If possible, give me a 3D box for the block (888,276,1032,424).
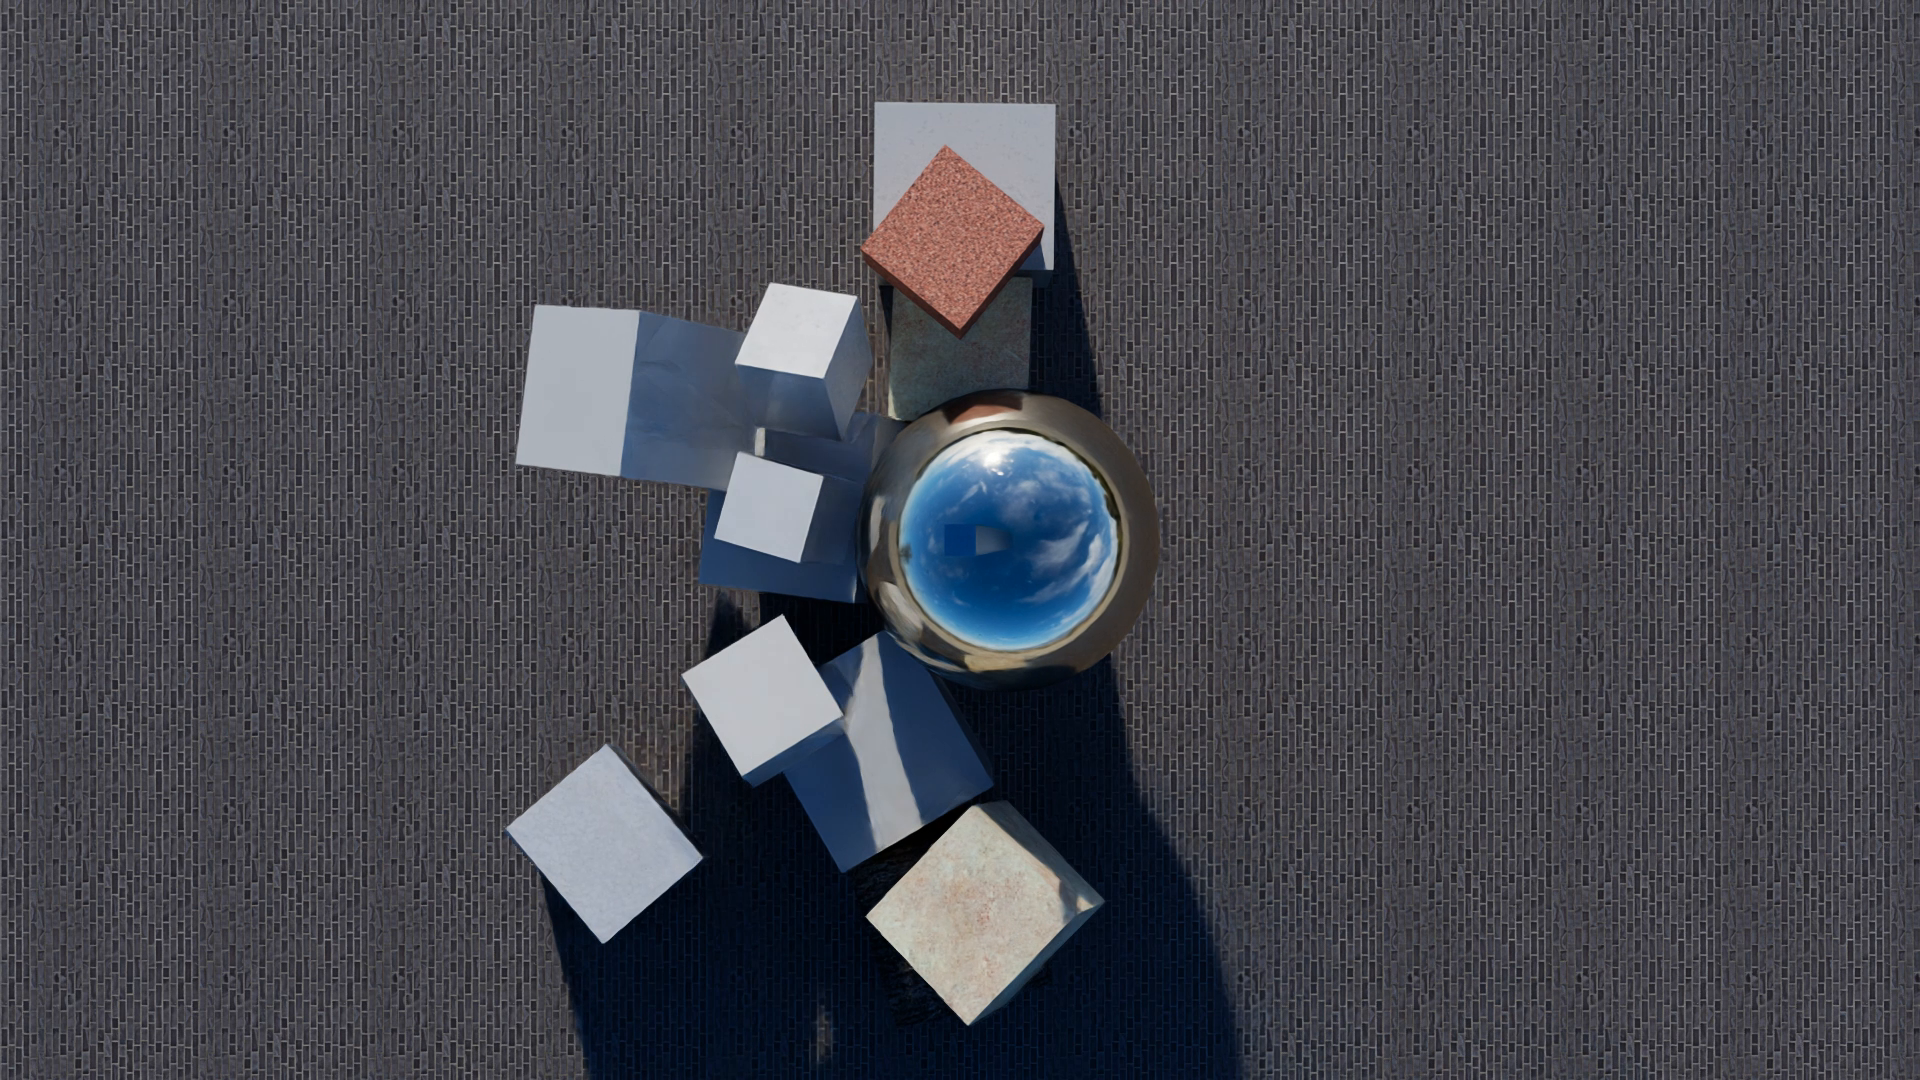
[{"bbox_3d":[0.002,-1.070,12.654,0.777,0.691,0.829,2,90,0],"label":"block"}]

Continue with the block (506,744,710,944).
[{"bbox_3d":[-1.975,1.719,12.491,0.713,0.875,0.831,-40,87,-8],"label":"block"}]

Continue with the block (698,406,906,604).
[{"bbox_3d":[-0.818,-0.206,12.390,0.892,1.045,1.023,7,90,13],"label":"block"}]

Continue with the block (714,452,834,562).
[{"bbox_3d":[-0.979,-0.172,11.644,0.467,0.412,0.466,16,92,4],"label":"block"}]

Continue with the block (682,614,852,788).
[{"bbox_3d":[-1.007,0.854,11.549,0.603,0.592,0.613,-31,79,-5],"label":"block"}]

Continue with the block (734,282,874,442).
[{"bbox_3d":[-0.819,-0.944,11.683,0.493,0.549,0.552,11,59,15],"label":"block"}]

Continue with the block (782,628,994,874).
[{"bbox_3d":[-0.482,1.120,12.439,0.951,1.119,1.027,-30,90,0],"label":"block"}]

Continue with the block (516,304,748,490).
[{"bbox_3d":[-1.719,-0.751,11.726,0.782,0.887,0.847,7,90,37],"label":"block"}]

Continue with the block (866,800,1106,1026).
[{"bbox_3d":[0.147,1.956,11.669,0.776,0.771,0.814,45,97,13],"label":"block"}]

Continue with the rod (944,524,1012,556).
[{"bbox_3d":[0.108,0.000,8.143,0.080,5.200,0.080,0,90,2],"label":"rod"}]

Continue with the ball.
[{"bbox_3d":[0.249,0.000,11.540,1.600,1.600,1.600,0,90,0],"label":"ball"}]

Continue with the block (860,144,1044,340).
[{"bbox_3d":[-0.038,-1.586,11.819,0.675,0.632,0.702,39,90,0],"label":"block"}]

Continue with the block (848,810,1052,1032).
[{"bbox_3d":[-0.057,2.129,12.591,0.900,0.819,0.967,-17,90,0],"label":"block"}]

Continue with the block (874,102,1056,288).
[{"bbox_3d":[0.023,-1.953,12.567,0.997,0.866,0.914,1,90,0],"label":"block"}]
